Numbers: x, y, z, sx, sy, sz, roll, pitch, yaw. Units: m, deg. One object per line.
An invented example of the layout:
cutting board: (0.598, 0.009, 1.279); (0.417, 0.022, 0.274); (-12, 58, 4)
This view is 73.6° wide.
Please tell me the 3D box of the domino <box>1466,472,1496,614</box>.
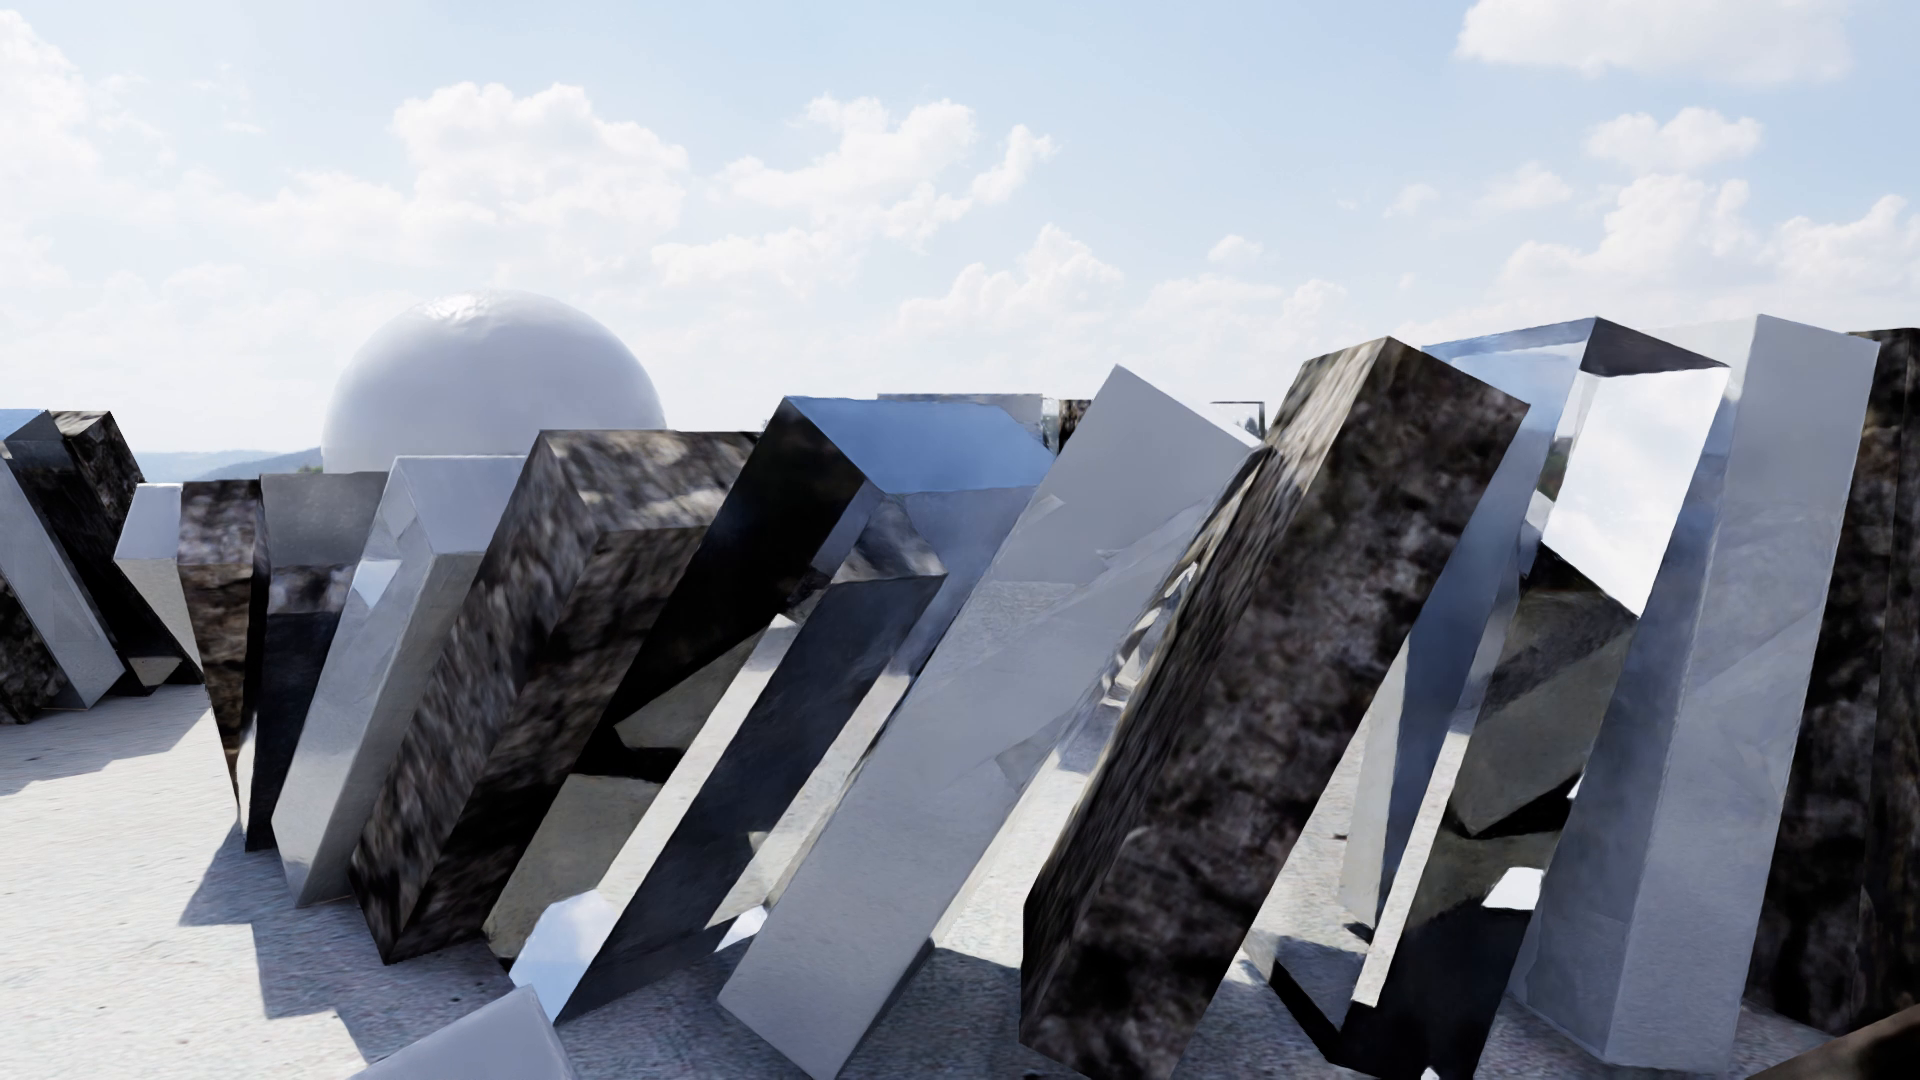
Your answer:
domino: (0.097, 0.002, 0.212); (0.025, 0.050, 0.009); (-2, 5, -29)

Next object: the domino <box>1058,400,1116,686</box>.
domino: (0.016, 0.000, 0.232); (0.009, 0.050, 0.025); (-3, 5, -35)

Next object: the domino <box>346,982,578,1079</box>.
domino: (-0.027, 0.024, 0.014); (0.050, 0.009, 0.025); (-35, -11, 24)

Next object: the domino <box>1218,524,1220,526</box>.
domino: (0.081, 0.001, 0.319); (0.050, 0.009, 0.025); (37, 16, 16)

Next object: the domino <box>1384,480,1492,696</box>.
domino: (0.085, 0.001, 0.227); (0.009, 0.050, 0.025); (3, 6, 39)

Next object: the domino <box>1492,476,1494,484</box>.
domino: (0.133, 0.002, 0.296); (0.025, 0.010, 0.050); (-3, 40, -42)

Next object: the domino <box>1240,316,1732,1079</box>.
domino: (0.035, 0.010, 0.094); (0.010, 0.050, 0.025); (18, 3, -6)

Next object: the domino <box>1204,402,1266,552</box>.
domino: (0.051, -0.001, 0.241); (0.009, 0.050, 0.025); (1, 4, 9)

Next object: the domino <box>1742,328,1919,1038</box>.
domino: (0.063, 0.010, 0.102); (0.009, 0.050, 0.025); (1, 3, -22)

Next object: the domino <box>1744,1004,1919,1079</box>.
domino: (-0.009, 0.024, 0.011); (0.050, 0.010, 0.025); (-34, -6, 17)

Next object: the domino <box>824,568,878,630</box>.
domino: (-0.041, 0.003, 0.292); (0.050, 0.010, 0.025); (36, -15, -28)

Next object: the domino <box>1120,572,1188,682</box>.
domino: (0.033, 0.000, 0.240); (0.009, 0.050, 0.025); (-1, 4, -17)

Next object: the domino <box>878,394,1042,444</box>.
domino: (0.000, 0.002, 0.201); (0.025, 0.050, 0.009); (0, 4, 0)

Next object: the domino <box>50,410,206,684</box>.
domino: (-0.148, 0.002, 0.218); (0.025, 0.050, 0.010); (1, 35, 8)

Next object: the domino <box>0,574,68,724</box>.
domino: (-0.155, 0.005, 0.186); (0.025, 0.050, 0.009); (1, 35, 8)

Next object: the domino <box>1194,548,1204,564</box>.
domino: (0.064, 0.000, 0.324); (0.050, 0.010, 0.025); (36, 14, 13)

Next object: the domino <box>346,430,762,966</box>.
domino: (-0.029, 0.013, 0.103); (0.025, 0.050, 0.009); (-5, 49, -47)

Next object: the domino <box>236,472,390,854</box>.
domino: (-0.055, 0.013, 0.126); (0.025, 0.010, 0.050); (-3, -36, -34)

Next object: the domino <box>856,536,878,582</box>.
domino: (-0.026, 0.002, 0.302); (0.050, 0.010, 0.025); (35, -11, -23)

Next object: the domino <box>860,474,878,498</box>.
domino: (-0.010, 0.001, 0.312); (0.050, 0.010, 0.025); (35, -7, -18)

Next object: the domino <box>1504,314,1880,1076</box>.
domino: (0.049, 0.010, 0.097); (0.009, 0.050, 0.025); (10, 2, -11)

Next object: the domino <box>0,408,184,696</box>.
domino: (-0.150, 0.003, 0.208); (0.025, 0.050, 0.010); (1, 35, 8)

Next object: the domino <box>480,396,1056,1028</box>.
domino: (-0.013, 0.013, 0.096); (0.010, 0.050, 0.025); (44, 25, 22)

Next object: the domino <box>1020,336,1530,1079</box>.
domino: (0.020, 0.011, 0.092); (0.010, 0.050, 0.025); (26, 5, 1)

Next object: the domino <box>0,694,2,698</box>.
domino: (-0.158, 0.005, 0.175); (0.025, 0.050, 0.009); (1, 35, 8)

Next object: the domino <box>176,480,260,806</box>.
domino: (-0.067, 0.013, 0.140); (0.025, 0.009, 0.050); (-2, -35, -24)

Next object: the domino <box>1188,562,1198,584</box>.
domino: (0.045, 0.000, 0.325); (0.050, 0.009, 0.025); (35, 9, 7)

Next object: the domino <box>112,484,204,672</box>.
domino: (-0.077, 0.012, 0.156); (0.025, 0.009, 0.050); (-1, -34, -8)

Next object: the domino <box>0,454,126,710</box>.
domino: (-0.153, 0.004, 0.197); (0.025, 0.050, 0.009); (1, 35, 8)

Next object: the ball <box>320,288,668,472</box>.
ball: (-0.112, -0.021, 0.314); (0.080, 0.080, 0.080); (0, 4, 0)

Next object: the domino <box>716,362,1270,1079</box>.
domino: (0.004, 0.012, 0.092); (0.009, 0.050, 0.025); (34, 12, 11)

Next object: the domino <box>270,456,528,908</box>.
domino: (-0.042, 0.013, 0.114); (0.025, 0.009, 0.050); (-4, -38, -43)

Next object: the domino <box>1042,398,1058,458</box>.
domino: (0.003, 0.001, 0.219); (0.025, 0.050, 0.009); (2, 5, 28)
